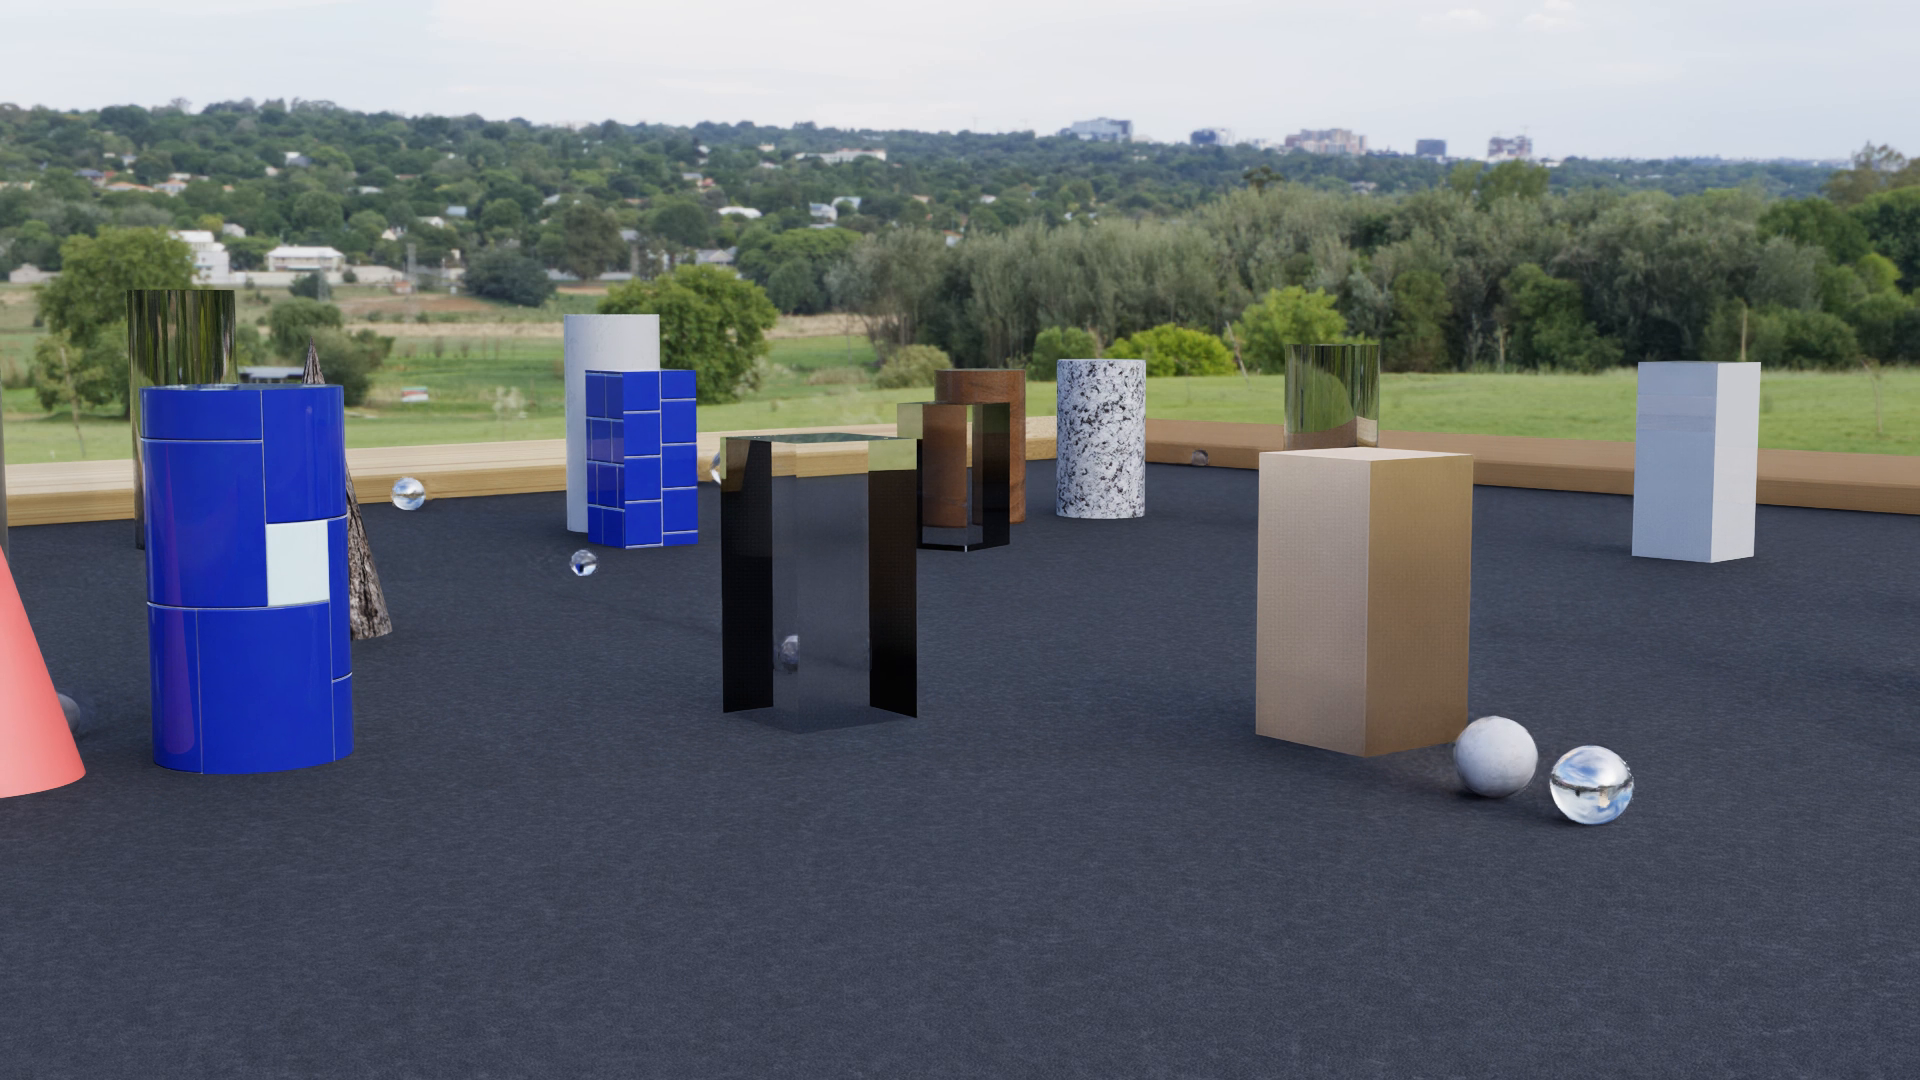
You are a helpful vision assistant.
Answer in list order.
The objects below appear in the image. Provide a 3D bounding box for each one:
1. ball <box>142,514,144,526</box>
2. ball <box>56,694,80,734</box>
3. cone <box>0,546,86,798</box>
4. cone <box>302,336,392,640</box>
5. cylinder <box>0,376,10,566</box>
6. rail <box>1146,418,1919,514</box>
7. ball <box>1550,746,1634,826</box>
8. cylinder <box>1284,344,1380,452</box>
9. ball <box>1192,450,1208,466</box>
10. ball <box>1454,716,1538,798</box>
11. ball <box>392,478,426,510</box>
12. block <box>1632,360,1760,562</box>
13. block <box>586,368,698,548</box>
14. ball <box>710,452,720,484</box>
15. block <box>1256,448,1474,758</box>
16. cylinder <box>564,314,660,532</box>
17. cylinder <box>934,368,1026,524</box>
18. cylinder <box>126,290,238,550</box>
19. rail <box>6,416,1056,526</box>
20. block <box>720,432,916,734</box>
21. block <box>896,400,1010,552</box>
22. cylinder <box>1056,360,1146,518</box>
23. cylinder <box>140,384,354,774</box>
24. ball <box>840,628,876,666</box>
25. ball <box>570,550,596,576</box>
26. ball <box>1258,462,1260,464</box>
[{"bbox_3d":[-1.594,-0.039,4.359,0.053,0.053,0.053,0,6,0],"label":"ball"},{"bbox_3d":[-0.934,0.183,2.267,0.050,0.050,0.050,0,6,0],"label":"ball"},{"bbox_3d":[-0.932,0.067,2.068,0.192,0.322,0.192,0,6,0],"label":"cone"},{"bbox_3d":[-0.882,-0.077,3.011,0.192,0.411,0.192,0,6,0],"label":"cone"},{"bbox_3d":[-1.740,-0.181,3.760,0.192,0.462,0.192,0,6,0],"label":"cylinder"},{"bbox_3d":[1.824,-0.144,5.006,0.045,0.125,4.380,-6,8,-42],"label":"rail"},{"bbox_3d":[0.546,0.212,1.902,0.069,0.069,0.069,0,6,0],"label":"ball"},{"bbox_3d":[0.756,-0.211,4.476,0.192,0.371,0.192,0,6,0],"label":"cylinder"},{"bbox_3d":[0.677,-0.231,6.210,0.047,0.047,0.047,0,6,0],"label":"ball"},{"bbox_3d":[0.489,0.198,2.008,0.074,0.074,0.074,0,6,0],"label":"ball"},{"bbox_3d":[-1.219,-0.101,4.861,0.073,0.073,0.073,0,6,0],"label":"ball"},{"bbox_3d":[1.323,-0.145,3.954,0.153,0.349,0.153,-6,8,-43],"label":"block"},{"bbox_3d":[-0.605,-0.158,4.179,0.153,0.329,0.153,-4,7,-36],"label":"block"},{"bbox_3d":[-0.583,-0.182,5.539,0.091,0.091,0.091,0,6,0],"label":"ball"},{"bbox_3d":[0.418,0.058,2.279,0.153,0.296,0.153,-5,8,-37],"label":"block"},{"bbox_3d":[-0.702,-0.239,4.450,0.192,0.432,0.192,0,6,0],"label":"cylinder"},{"bbox_3d":[0.042,-0.198,4.605,0.192,0.317,0.192,0,6,0],"label":"cylinder"},{"bbox_3d":[-1.450,-0.227,4.117,0.192,0.479,0.192,0,6,0],"label":"cylinder"},{"bbox_3d":[-1.469,-0.134,4.915,5.012,0.125,0.045,-6,8,-42],"label":"rail"},{"bbox_3d":[-0.154,0.041,2.398,0.153,0.305,0.153,-5,8,-37],"label":"block"},{"bbox_3d":[-0.012,-0.123,4.127,0.153,0.269,0.153,4,7,32],"label":"block"},{"bbox_3d":[0.305,-0.222,4.758,0.192,0.334,0.192,0,6,0],"label":"cylinder"},{"bbox_3d":[-0.707,0.032,2.186,0.192,0.368,0.192,0,6,0],"label":"cylinder"},{"bbox_3d":[-0.128,0.134,2.749,0.047,0.047,0.047,0,6,0],"label":"ball"},{"bbox_3d":[-0.628,0.038,3.671,0.044,0.044,0.044,0,6,0],"label":"ball"},{"bbox_3d":[0.840,-0.210,5.989,0.052,0.052,0.052,0,6,0],"label":"ball"}]
